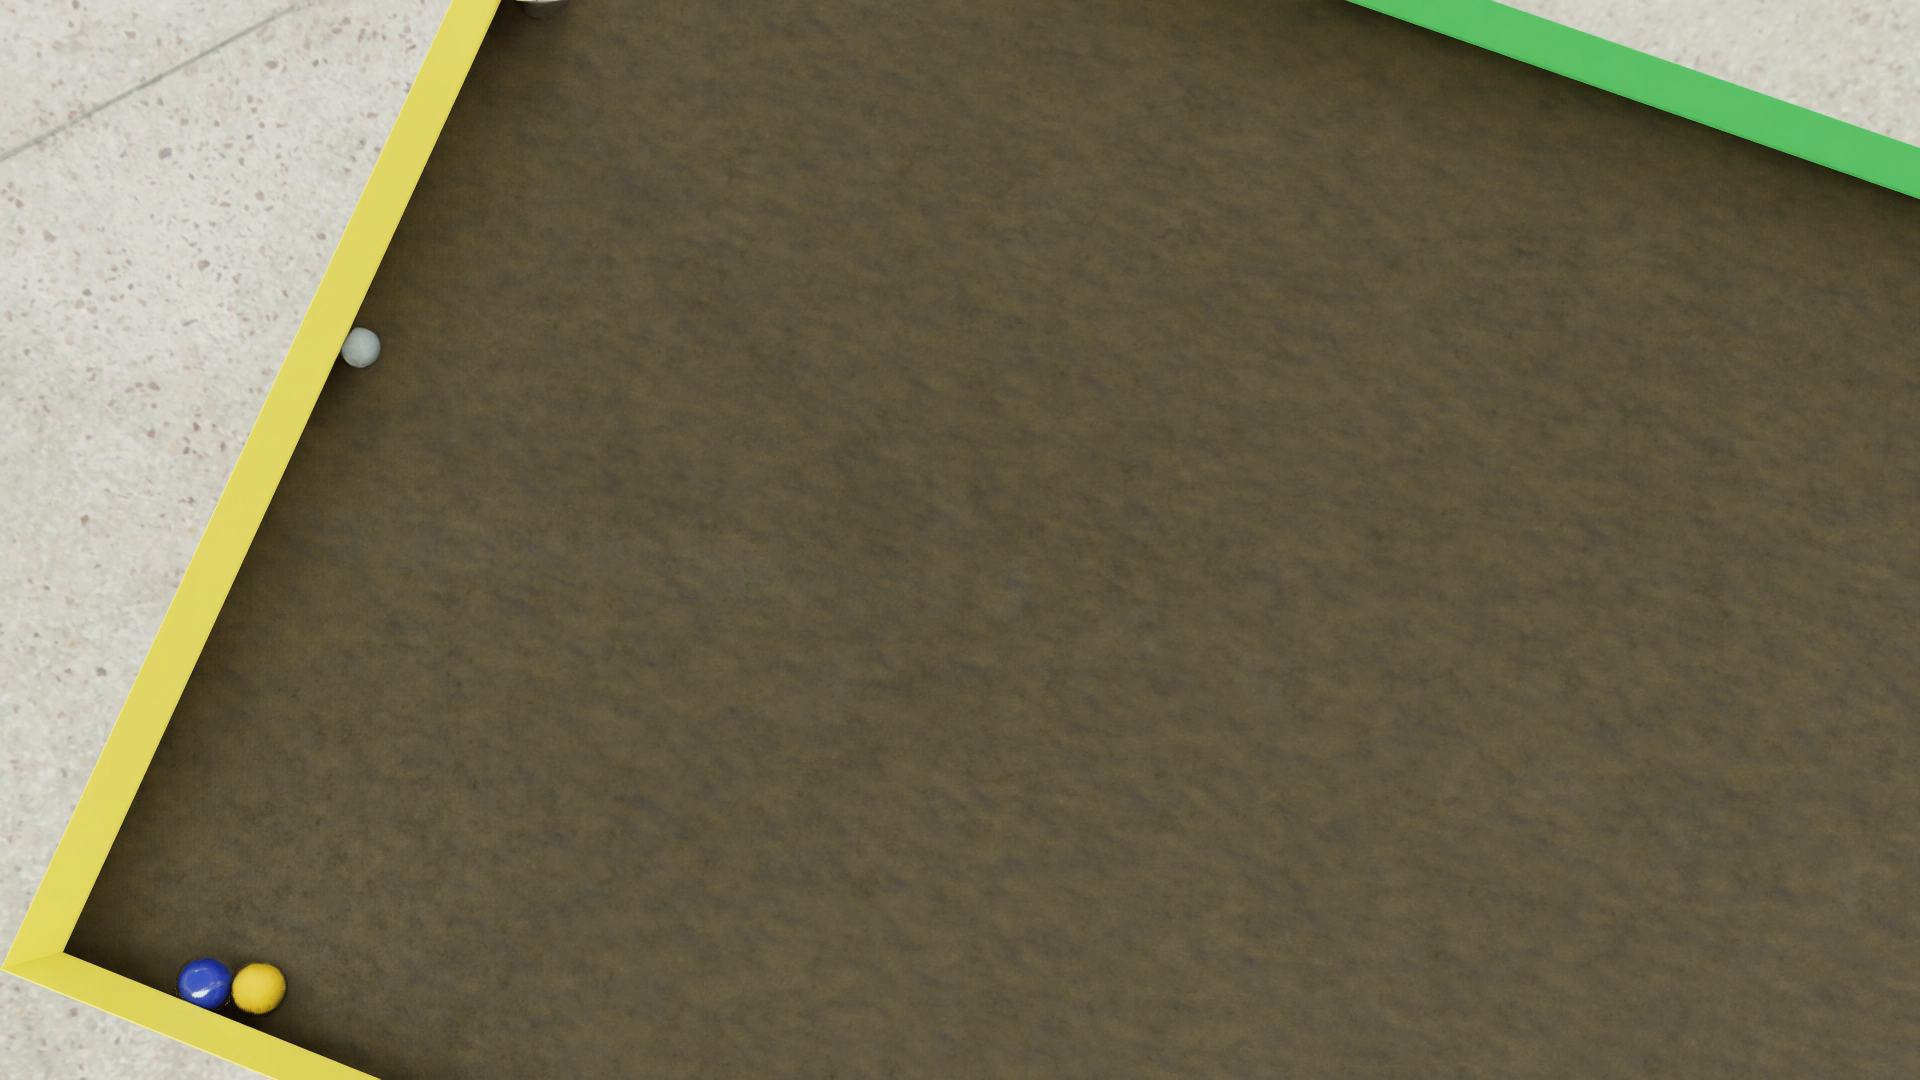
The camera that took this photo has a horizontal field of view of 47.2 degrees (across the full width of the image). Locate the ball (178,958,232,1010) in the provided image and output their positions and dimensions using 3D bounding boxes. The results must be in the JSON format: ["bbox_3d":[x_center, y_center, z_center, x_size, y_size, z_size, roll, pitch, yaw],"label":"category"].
[{"bbox_3d":[-1.087,0.639,3.168,0.075,0.075,0.075,0,78,0],"label":"ball"}]

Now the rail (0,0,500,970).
[{"bbox_3d":[-0.942,-0.356,3.359,0.045,0.128,2.148,20,78,4],"label":"rail"}]

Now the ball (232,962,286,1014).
[{"bbox_3d":[-1.010,0.646,3.167,0.074,0.074,0.074,0,78,0],"label":"ball"}]

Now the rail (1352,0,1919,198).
[{"bbox_3d":[1.338,-0.606,3.415,4.128,0.128,0.045,20,78,4],"label":"rail"}]

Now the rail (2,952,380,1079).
[{"bbox_3d":[0.591,1.311,2.992,4.128,0.128,0.045,20,78,4],"label":"rail"}]

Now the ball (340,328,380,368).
[{"bbox_3d":[-0.922,-0.296,3.382,0.061,0.061,0.061,0,78,0],"label":"ball"}]

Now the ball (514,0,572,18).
[{"bbox_3d":[-0.663,-0.878,3.491,0.098,0.098,0.098,0,78,0],"label":"ball"}]
